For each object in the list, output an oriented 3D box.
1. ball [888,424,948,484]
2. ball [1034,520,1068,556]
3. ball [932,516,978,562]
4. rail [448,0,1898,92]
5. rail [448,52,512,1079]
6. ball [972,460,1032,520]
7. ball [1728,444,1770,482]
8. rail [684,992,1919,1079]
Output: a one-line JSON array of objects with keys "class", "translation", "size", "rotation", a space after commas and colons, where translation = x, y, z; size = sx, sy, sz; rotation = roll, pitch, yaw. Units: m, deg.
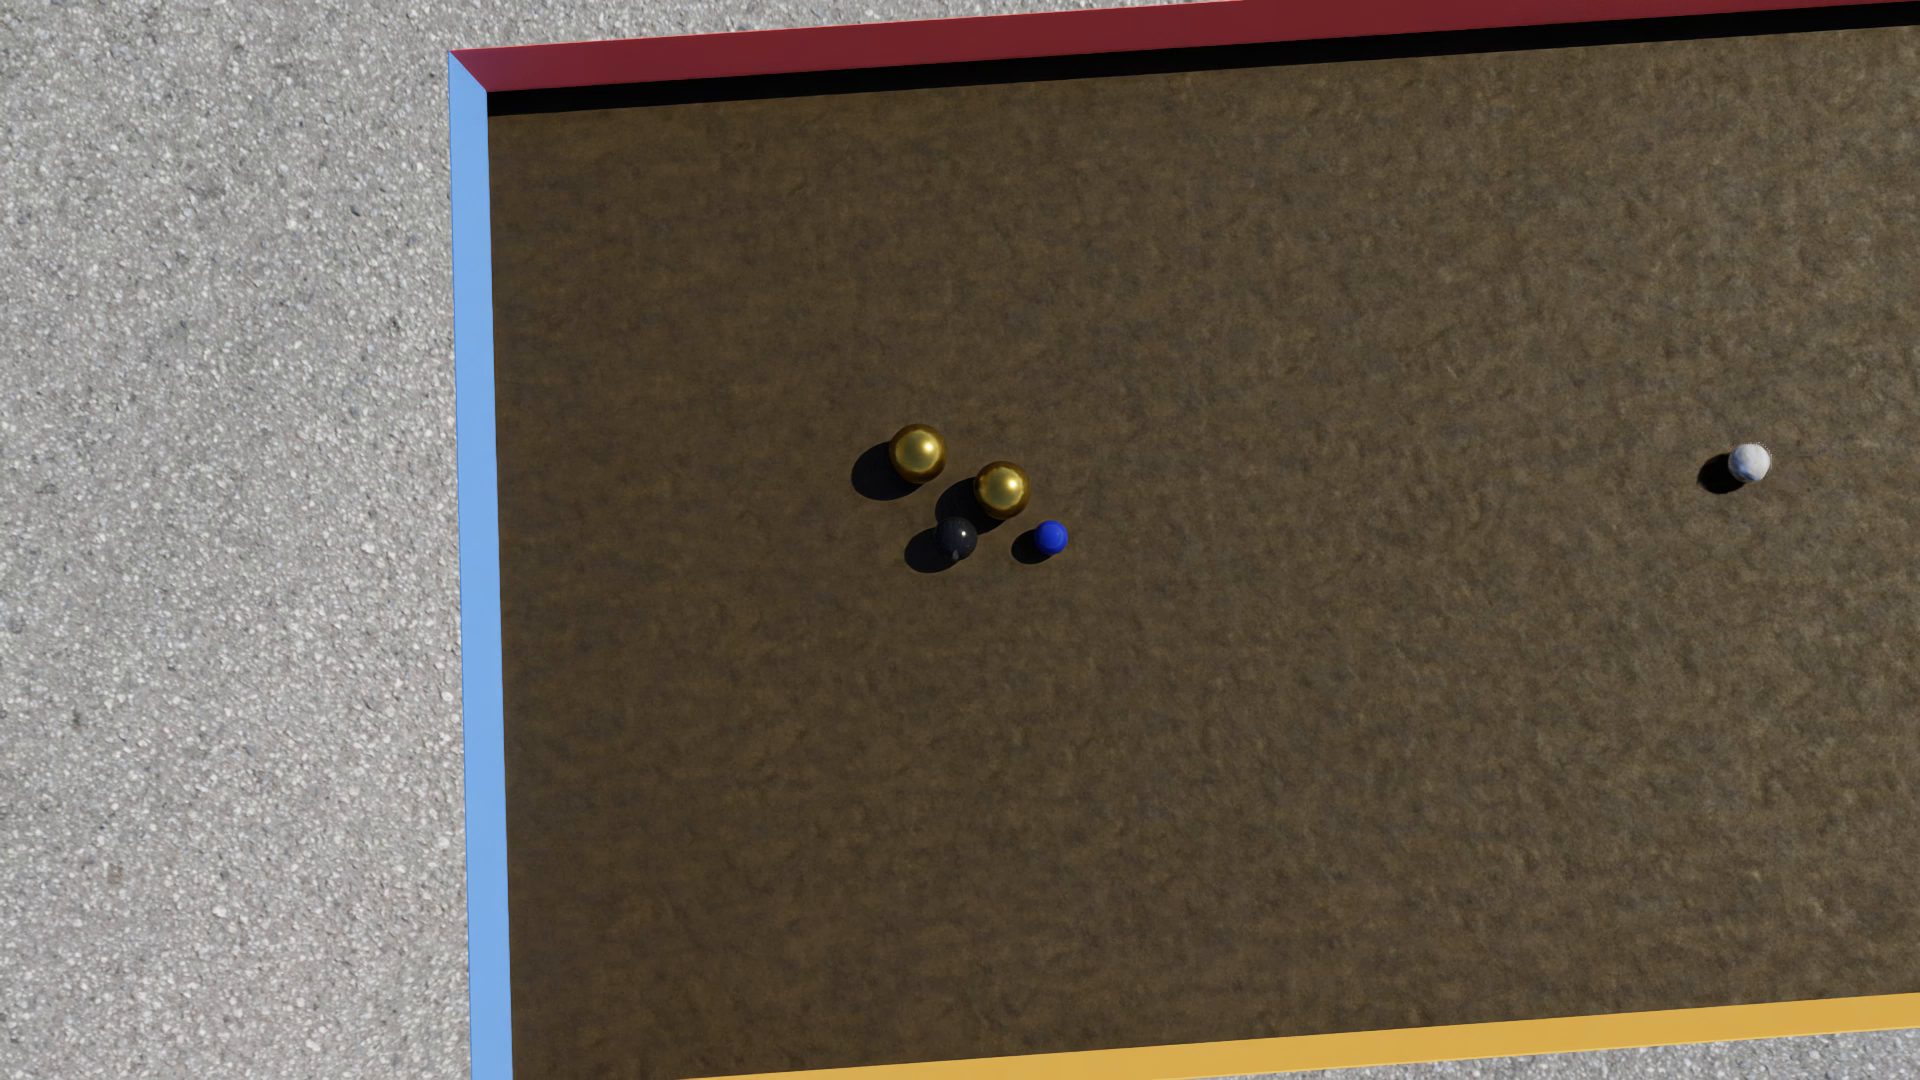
[{"class": "ball", "translation": [-0.063, -0.130, 3.318], "size": [0.091, 0.091, 0.091], "rotation": [0, 78, 0]}, {"class": "ball", "translation": [0.137, -0.004, 3.312], "size": [0.053, 0.053, 0.053], "rotation": [0, 78, 0]}, {"class": "ball", "translation": [-0.007, -0.003, 3.303], "size": [0.069, 0.069, 0.069], "rotation": [0, 78, 0]}, {"class": "rail", "translation": [0.678, -0.815, 3.445], "size": [2.932, 0.118, 0.045], "rotation": [-4, 78, -1]}, {"class": "rail", "translation": [-0.708, 0.043, 3.268], "size": [0.045, 0.118, 1.606], "rotation": [-4, 78, -1]}, {"class": "ball", "translation": [0.063, -0.075, 3.308], "size": [0.089, 0.089, 0.089], "rotation": [0, 78, 0]}, {"class": "ball", "translation": [1.195, -0.117, 3.331], "size": [0.060, 0.060, 0.060], "rotation": [0, 78, 0]}, {"class": "rail", "translation": [0.784, 0.708, 3.130], "size": [2.932, 0.118, 0.045], "rotation": [-4, 78, -1]}]
